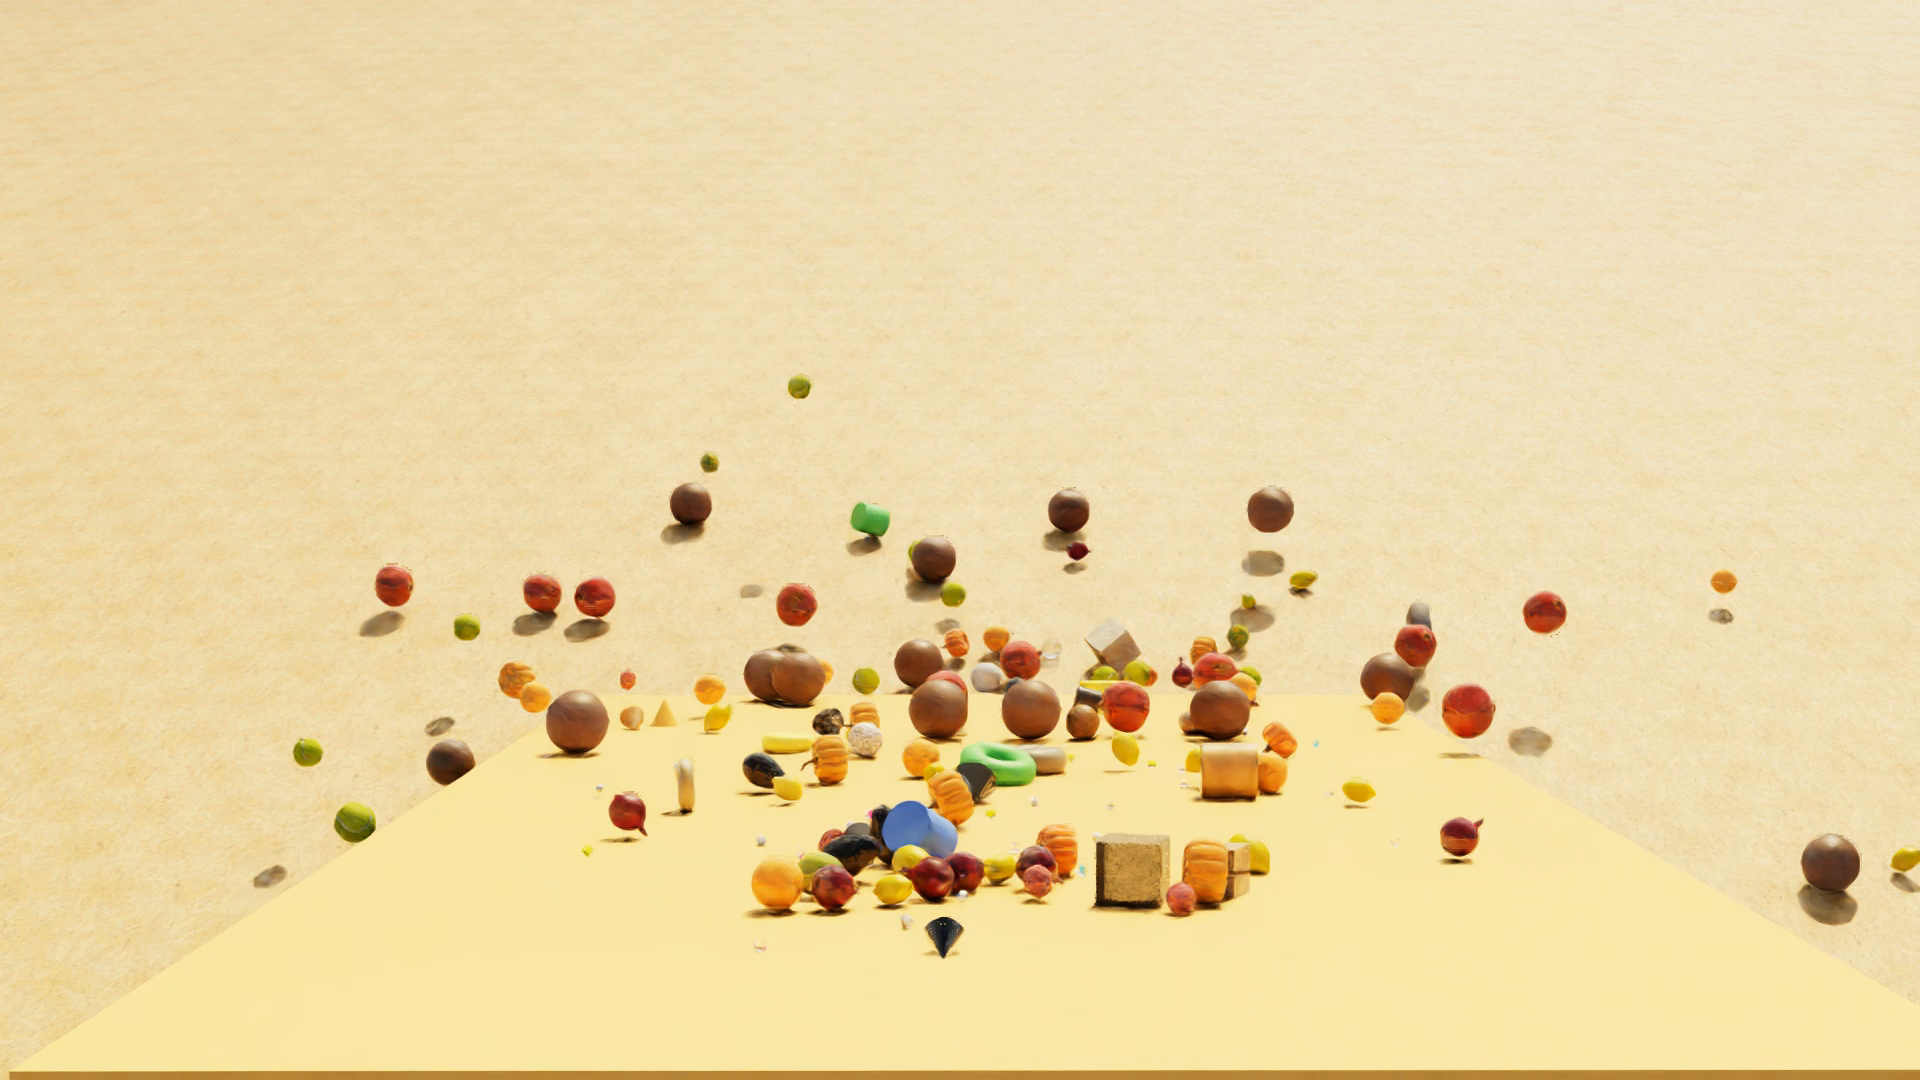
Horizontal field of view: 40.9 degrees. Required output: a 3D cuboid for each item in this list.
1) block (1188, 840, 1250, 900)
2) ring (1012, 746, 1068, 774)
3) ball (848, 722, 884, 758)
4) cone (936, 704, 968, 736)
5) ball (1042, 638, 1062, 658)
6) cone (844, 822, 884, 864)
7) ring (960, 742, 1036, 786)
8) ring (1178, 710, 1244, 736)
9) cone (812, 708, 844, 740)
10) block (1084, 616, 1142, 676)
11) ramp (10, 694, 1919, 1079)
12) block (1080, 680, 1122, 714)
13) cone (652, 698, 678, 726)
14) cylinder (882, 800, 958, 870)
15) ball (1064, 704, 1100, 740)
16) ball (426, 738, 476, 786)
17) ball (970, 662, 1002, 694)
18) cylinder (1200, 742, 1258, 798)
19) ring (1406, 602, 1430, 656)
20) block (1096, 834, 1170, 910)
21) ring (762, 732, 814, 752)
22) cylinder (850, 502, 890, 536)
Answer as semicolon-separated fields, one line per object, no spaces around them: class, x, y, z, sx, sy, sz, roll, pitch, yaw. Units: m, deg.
block;0.359;0.457;3.575;0.067;0.067;0.067;1;2;25
ring;0.135;0.422;4.950;0.143;0.048;0.143;0;0;0
ball;-0.191;0.402;5.191;0.072;0.072;0.072;0;25;0
cone;-0.018;0.390;5.605;0.070;0.070;0.070;0;2;0
ball;0.246;0.292;6.925;0.055;0.055;0.055;0;25;0
cone;-0.150;0.468;3.870;0.062;0.062;0.062;3;29;6
ring;0.071;0.418;4.795;0.147;0.049;0.147;11;14;-3
ring;0.550;0.399;5.635;0.144;0.048;0.144;1;1;0
cone;-0.275;0.411;5.545;0.070;0.070;0.070;-8;31;-16
block;0.407;0.282;6.861;0.093;0.093;0.093;-39;34;-7
ramp;0.056;0.509;4.552;2.000;0.100;4.000;0;2;0
block;0.335;0.372;6.116;0.071;0.071;0.071;-1;2;-33
cone;-0.666;0.387;5.809;0.063;0.063;0.063;0;2;0
cylinder;-0.058;0.431;3.761;0.080;0.080;0.080;22;-10;40
ball;0.262;0.390;5.520;0.075;0.075;0.075;0;25;0
ball;-1.003;0.438;5.070;0.096;0.096;0.096;0;25;0
ball;0.067;0.358;6.708;0.082;0.082;0.082;0;25;0
cylinder;0.476;0.409;4.574;0.098;0.098;0.098;0;25;2
ring;1.232;0.239;6.933;0.049;0.146;0.146;3;25;-1
block;0.236;0.450;3.507;0.087;0.087;0.087;0;2;14
ring;-0.356;0.416;5.311;0.110;0.037;0.110;1;1;0
cylinder;-0.264;-0.061;7.621;0.086;0.086;0.086;16;15;-31
